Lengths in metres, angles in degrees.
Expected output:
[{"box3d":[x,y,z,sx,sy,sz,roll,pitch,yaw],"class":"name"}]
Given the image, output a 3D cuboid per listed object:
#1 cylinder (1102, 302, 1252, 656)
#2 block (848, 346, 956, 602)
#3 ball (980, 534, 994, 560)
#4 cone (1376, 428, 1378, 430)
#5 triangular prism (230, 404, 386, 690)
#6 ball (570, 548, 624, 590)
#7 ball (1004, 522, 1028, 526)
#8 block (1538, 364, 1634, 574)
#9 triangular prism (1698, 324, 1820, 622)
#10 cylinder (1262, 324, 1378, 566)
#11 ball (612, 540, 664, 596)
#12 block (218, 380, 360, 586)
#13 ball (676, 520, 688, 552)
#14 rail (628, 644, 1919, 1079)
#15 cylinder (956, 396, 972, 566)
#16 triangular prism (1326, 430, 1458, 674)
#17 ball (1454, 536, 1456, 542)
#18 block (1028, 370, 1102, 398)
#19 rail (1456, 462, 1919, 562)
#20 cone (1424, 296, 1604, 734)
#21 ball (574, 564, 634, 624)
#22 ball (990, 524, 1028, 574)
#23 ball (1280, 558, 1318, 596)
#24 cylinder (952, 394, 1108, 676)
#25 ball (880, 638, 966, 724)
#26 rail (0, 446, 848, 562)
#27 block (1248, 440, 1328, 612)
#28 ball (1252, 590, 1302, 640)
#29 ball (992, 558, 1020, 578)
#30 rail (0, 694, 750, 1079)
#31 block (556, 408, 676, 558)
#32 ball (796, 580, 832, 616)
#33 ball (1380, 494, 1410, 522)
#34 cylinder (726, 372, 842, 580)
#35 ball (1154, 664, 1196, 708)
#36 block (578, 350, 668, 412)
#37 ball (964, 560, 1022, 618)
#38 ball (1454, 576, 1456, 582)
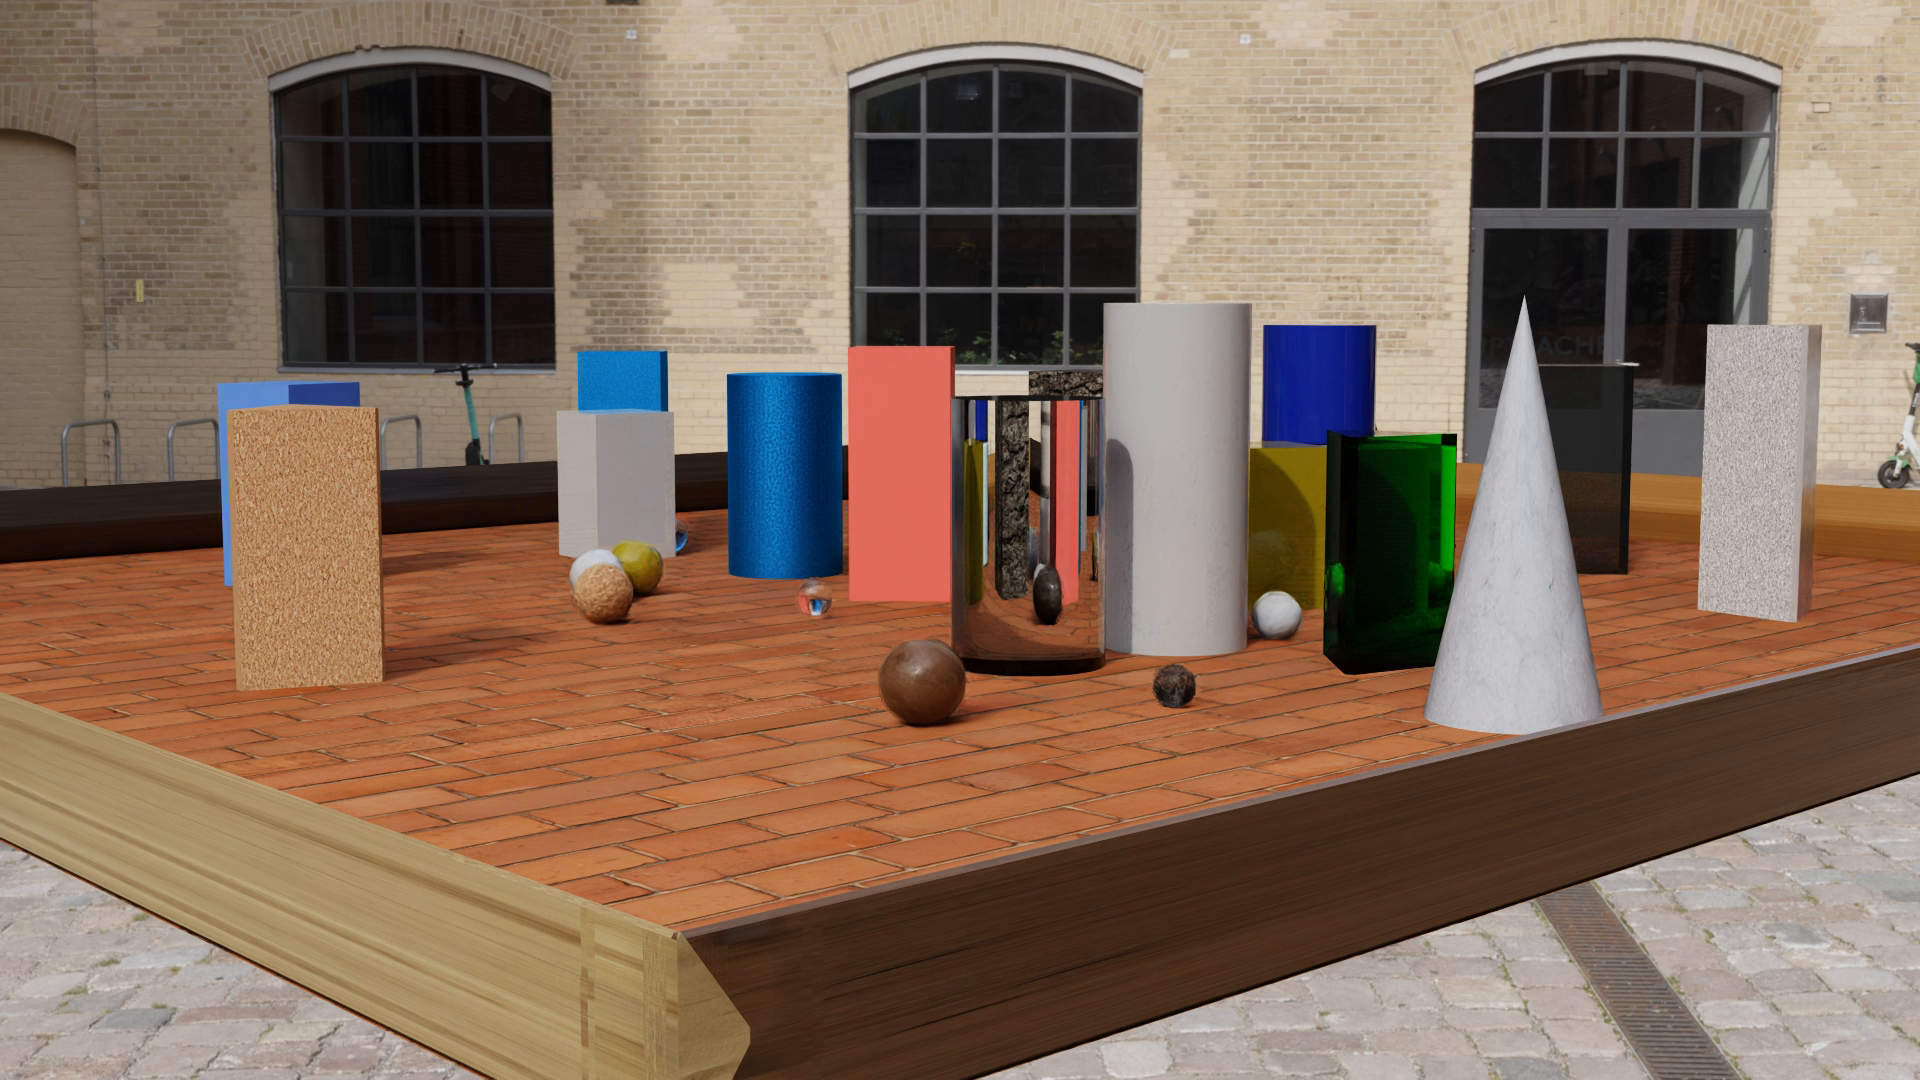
[{"box3d":[0.284,-0.085,2.901,0.194,0.452,0.194,0,6,0],"class":"cylinder"},{"box3d":[-0.089,-0.106,3.419,0.155,0.386,0.155,0,6,3],"class":"block"},{"box3d":[0.061,0.015,3.871,0.050,0.050,0.050,0,6,0],"class":"ball"},{"box3d":[0.759,-0.148,4.160,0.194,0.314,0.194,0,6,0],"class":"cone"},{"box3d":[-0.796,0.003,2.657,0.168,0.328,0.145,-3,7,-23],"class":"triangular prism"},{"box3d":[-0.550,0.055,3.337,0.083,0.083,0.083,0,6,0],"class":"ball"},{"box3d":[0.097,0.009,3.788,0.080,0.080,0.080,0,6,0],"class":"ball"},{"box3d":[1.057,-0.124,3.767,0.155,0.349,0.155,1,6,8],"class":"block"},{"box3d":[1.205,-0.104,3.224,0.145,0.422,0.168,-4,7,-33],"class":"triangular prism"},{"box3d":[0.615,-0.160,3.778,0.194,0.418,0.194,0,6,0],"class":"cylinder"},{"box3d":[-0.505,0.043,3.425,0.088,0.088,0.088,0,6,0],"class":"ball"},{"box3d":[-1.083,-0.092,3.568,0.155,0.326,0.155,3,7,29],"class":"block"},{"box3d":[-0.531,-0.009,4.040,0.062,0.062,0.062,0,6,0],"class":"ball"},{"box3d":[1.022,0.148,2.230,3.219,0.126,0.045,-6,8,-42],"class":"rail"},{"box3d":[-0.077,-0.107,3.884,0.194,0.291,0.194,0,6,0],"class":"cylinder"},{"box3d":[0.511,0.009,2.775,0.168,0.291,0.145,-3,7,-30],"class":"triangular prism"},{"box3d":[0.876,-0.003,4.017,0.057,0.057,0.057,0,6,0],"class":"ball"},{"box3d":[0.216,-0.096,3.505,0.155,0.347,0.155,4,7,36],"class":"block"},{"box3d":[1.165,-0.080,4.401,0.045,0.126,3.063,-6,8,-42],"class":"rail"},{"box3d":[0.605,-0.034,2.381,0.194,0.460,0.194,0,6,0],"class":"cone"},{"box3d":[-0.506,0.076,3.126,0.084,0.084,0.084,0,6,0],"class":"ball"},{"box3d":[0.092,0.015,3.703,0.085,0.085,0.085,0,6,0],"class":"ball"},{"box3d":[0.528,0.058,3.433,0.057,0.057,0.057,0,6,0],"class":"ball"},{"box3d":[0.086,-0.010,2.752,0.194,0.335,0.194,0,6,0],"class":"cylinder"},{"box3d":[-0.040,0.152,2.365,0.094,0.094,0.094,0,6,0],"class":"ball"},{"box3d":[-1.022,-0.083,4.434,3.219,0.126,0.045,-6,8,-42],"class":"rail"},{"box3d":[0.449,-0.023,3.318,0.155,0.242,0.155,-2,6,-16],"class":"block"},{"box3d":[0.427,0.102,2.967,0.067,0.067,0.067,0,6,0],"class":"ball"},{"box3d":[0.055,0.062,3.330,0.069,0.069,0.069,0,6,0],"class":"ball"},{"box3d":[-1.165,0.145,2.263,0.045,0.126,3.063,-6,8,-42],"class":"rail"},{"box3d":[-0.620,-0.101,3.969,0.155,0.261,0.155,-4,7,-36],"class":"block"},{"box3d":[-0.212,0.084,3.204,0.052,0.052,0.052,0,6,0],"class":"ball"},{"box3d":[0.913,-0.068,4.621,0.060,0.060,0.060,0,6,0],"class":"ball"},{"box3d":[-0.296,-0.112,3.716,0.194,0.336,0.194,0,6,0],"class":"cylinder"},{"box3d":[0.241,0.164,2.468,0.048,0.048,0.048,0,6,0],"class":"ball"},{"box3d":[-0.646,-0.181,4.240,0.155,0.363,0.155,0,6,-2],"class":"block"},{"box3d":[0.047,0.071,3.179,0.084,0.084,0.084,0,6,0],"class":"ball"},{"box3d":[0.649,0.080,3.040,0.094,0.094,0.094,0,6,0],"class":"ball"}]
